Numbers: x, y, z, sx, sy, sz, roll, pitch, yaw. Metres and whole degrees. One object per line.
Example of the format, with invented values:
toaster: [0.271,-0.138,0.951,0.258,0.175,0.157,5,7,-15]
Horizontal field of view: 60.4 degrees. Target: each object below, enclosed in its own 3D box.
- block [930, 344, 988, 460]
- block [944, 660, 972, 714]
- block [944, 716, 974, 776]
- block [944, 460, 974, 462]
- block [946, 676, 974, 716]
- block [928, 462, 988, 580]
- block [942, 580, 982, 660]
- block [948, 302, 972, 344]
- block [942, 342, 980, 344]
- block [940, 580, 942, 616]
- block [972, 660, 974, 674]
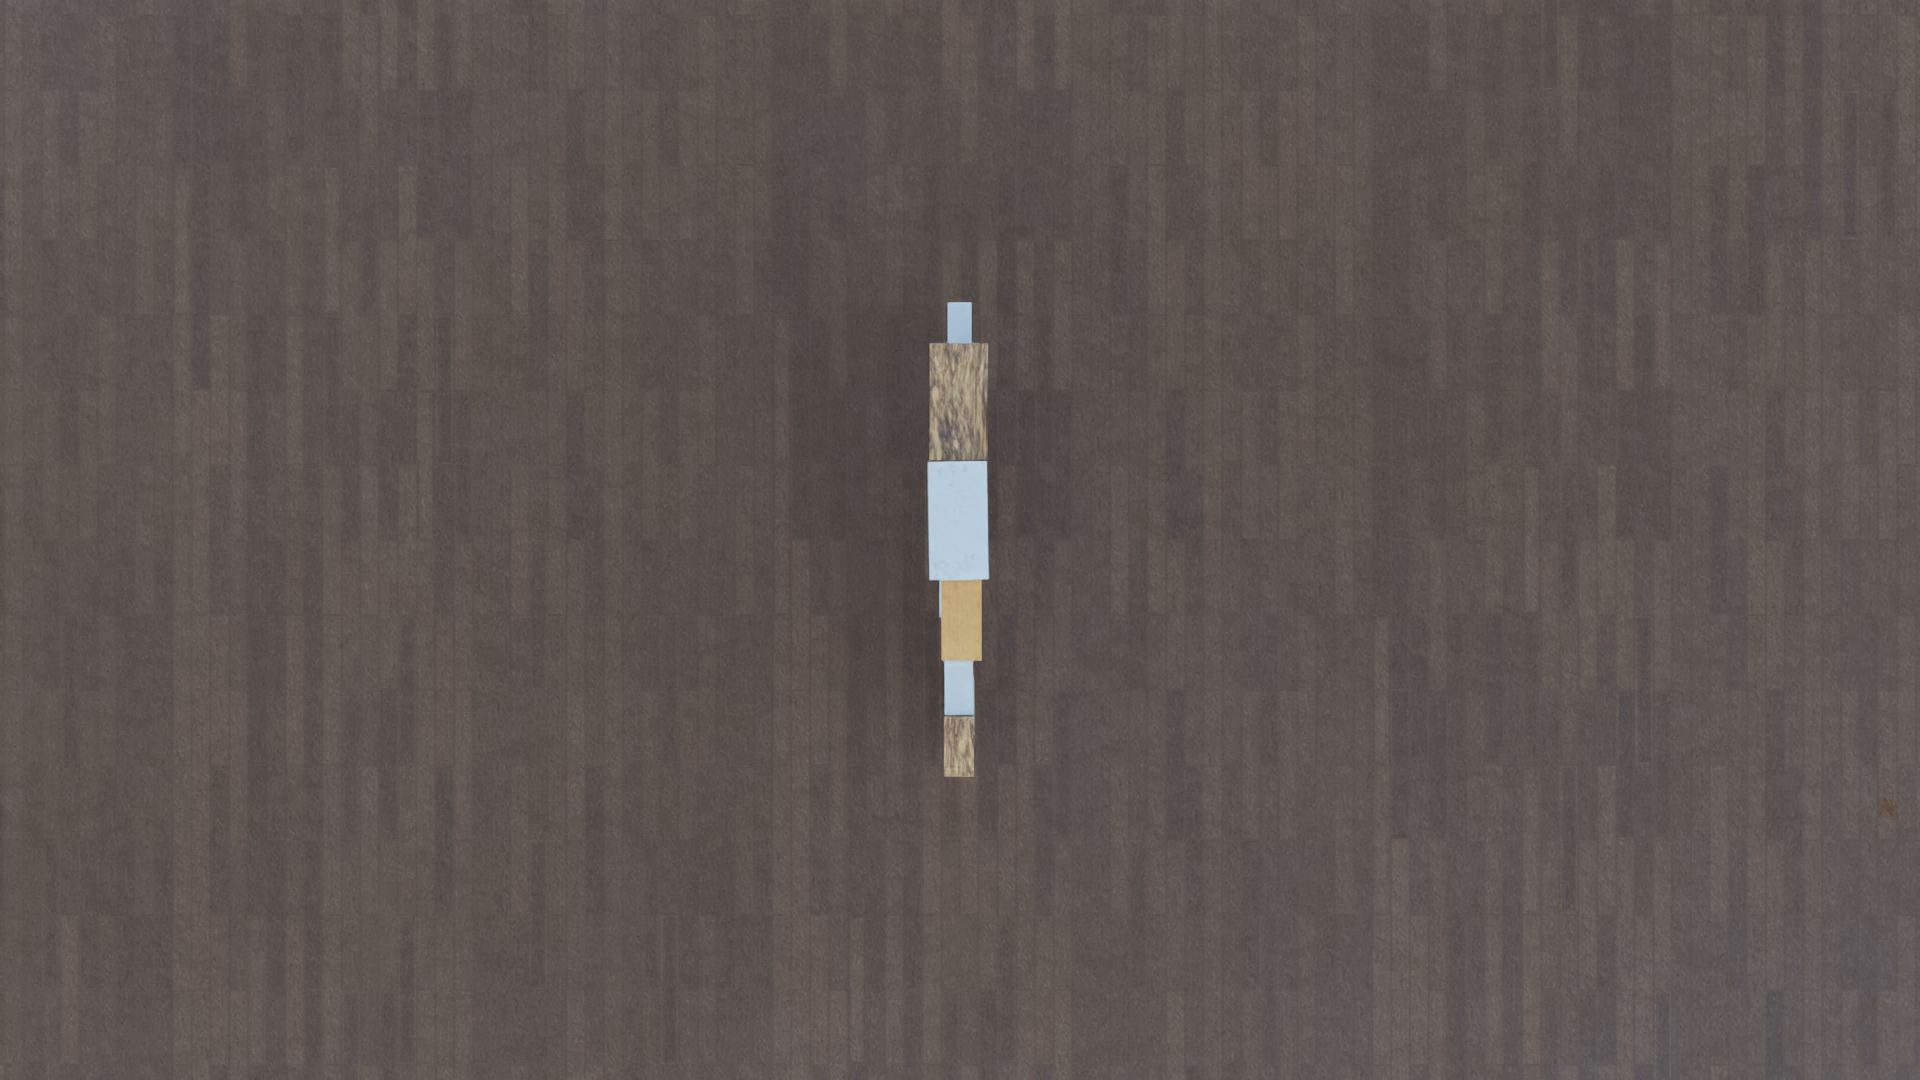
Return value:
block: [-0.004,-0.406,4.861,0.171,0.048,0.342,0,90,0]
block: [-0.004,0.452,5.100,0.087,0.025,0.174,0,90,0]
block: [-0.003,0.636,5.088,0.093,0.026,0.185,0,90,0]
block: [-0.003,-0.287,5.299,0.094,0.027,0.188,1,90,0]
block: [-0.001,0.531,5.300,0.094,0.027,0.187,0,90,0]
block: [-0.005,-0.056,4.830,0.172,0.049,0.345,-1,90,0]
block: [0.004,0.240,4.942,0.120,0.034,0.240,0,90,0]
block: [-0.001,-0.656,5.071,0.073,0.021,0.147,0,90,0]
block: [0.002,-0.505,5.245,0.119,0.034,0.239,0,90,0]
block: [0.001,0.111,5.218,0.132,0.037,0.264,0,90,0]
block: [-0.004,0.340,5.302,0.092,0.026,0.185,0,90,0]
